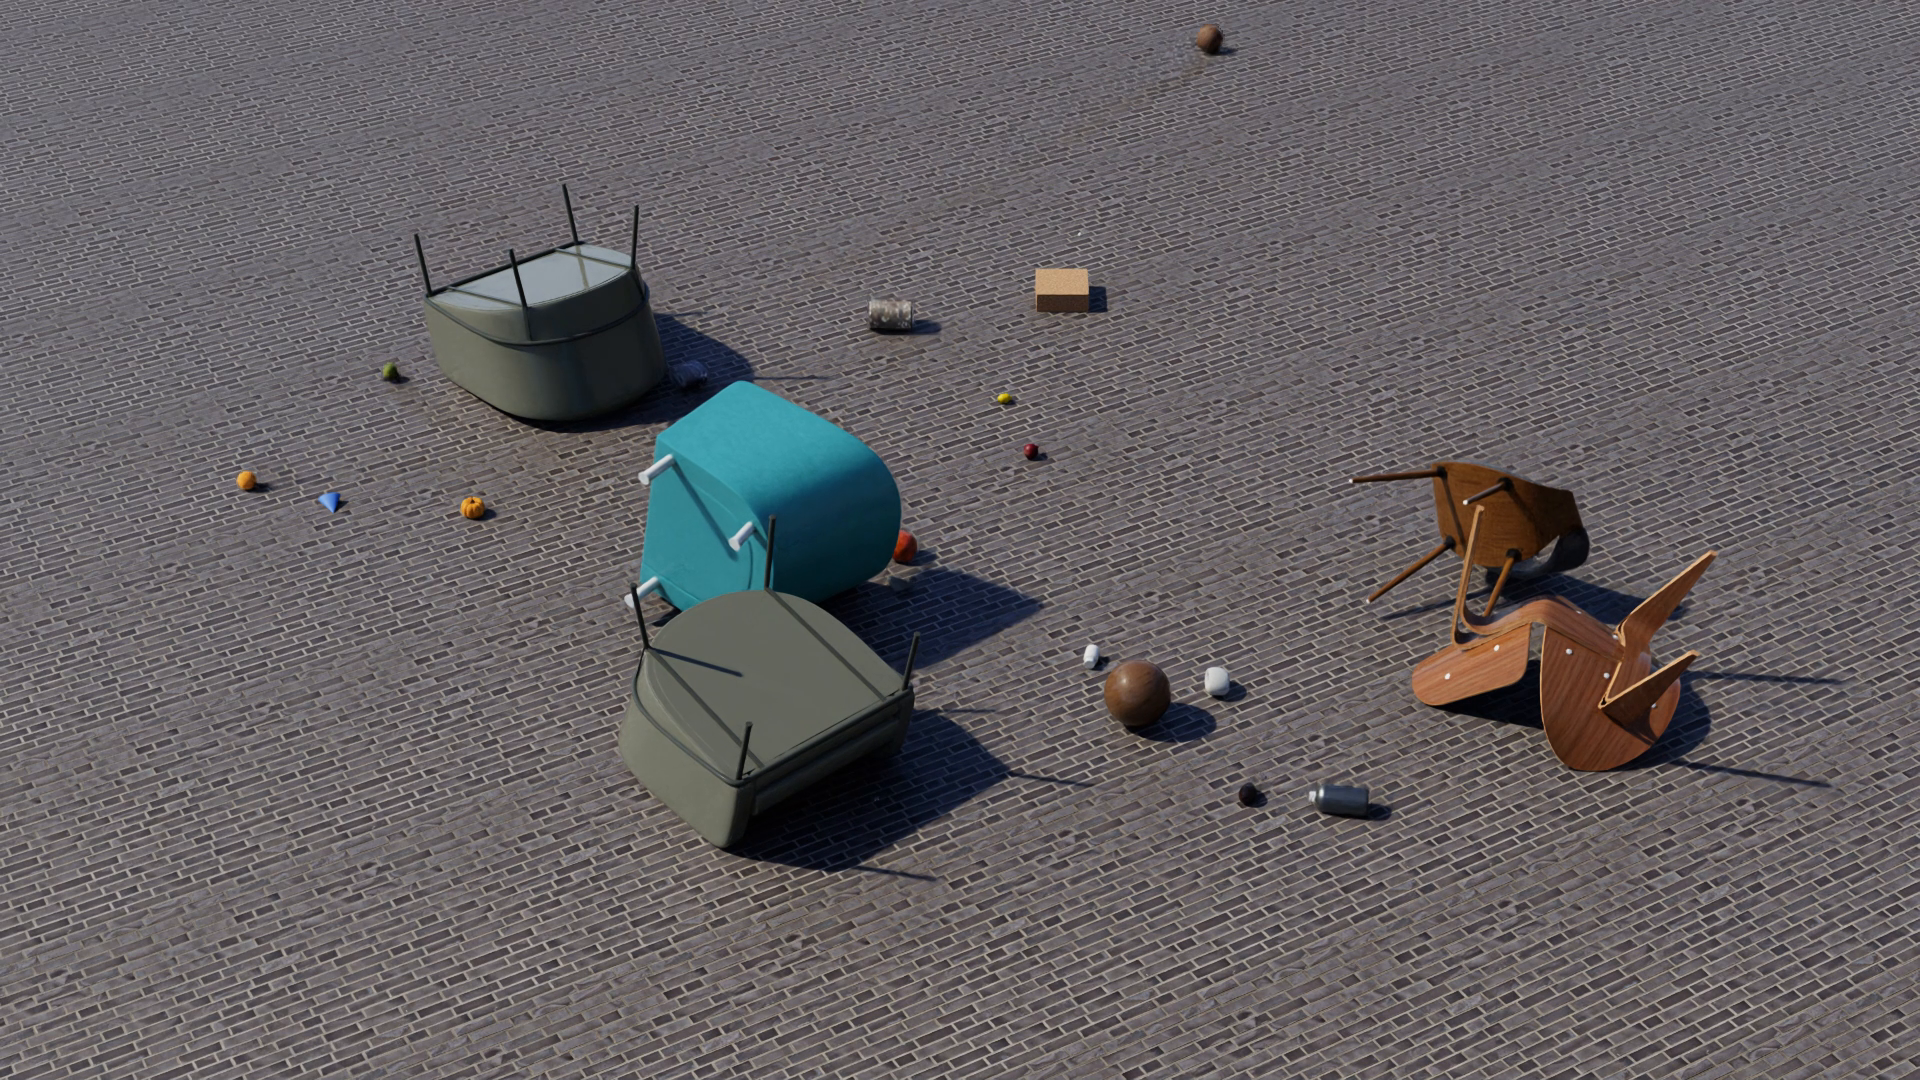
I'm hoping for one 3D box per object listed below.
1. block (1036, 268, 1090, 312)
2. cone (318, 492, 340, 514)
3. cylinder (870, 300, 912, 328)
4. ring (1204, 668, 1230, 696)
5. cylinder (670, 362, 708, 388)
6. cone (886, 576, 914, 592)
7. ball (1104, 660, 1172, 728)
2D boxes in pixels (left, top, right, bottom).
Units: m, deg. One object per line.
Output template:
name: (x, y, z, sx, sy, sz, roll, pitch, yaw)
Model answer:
block: (0.434, -1.063, 12.482, 0.220, 0.084, 0.229, 0, 33, 0)
cone: (-2.384, -0.131, 11.122, 0.085, 0.049, 0.086, -13, 51, -13)
cylinder: (-0.289, -0.943, 12.260, 0.172, 0.134, 0.113, 2, 73, 2)
ring: (0.889, 0.488, 10.129, 0.074, 0.083, 0.121, 7, 35, -7)
cylinder: (-1.100, -0.668, 11.884, 0.111, 0.080, 0.121, -20, 27, -27)
cone: (-0.228, 0.172, 10.660, 0.121, 0.062, 0.050, 15, 68, 29)
ball: (0.603, 0.519, 9.947, 0.230, 0.230, 0.230, 0, 33, 0)
